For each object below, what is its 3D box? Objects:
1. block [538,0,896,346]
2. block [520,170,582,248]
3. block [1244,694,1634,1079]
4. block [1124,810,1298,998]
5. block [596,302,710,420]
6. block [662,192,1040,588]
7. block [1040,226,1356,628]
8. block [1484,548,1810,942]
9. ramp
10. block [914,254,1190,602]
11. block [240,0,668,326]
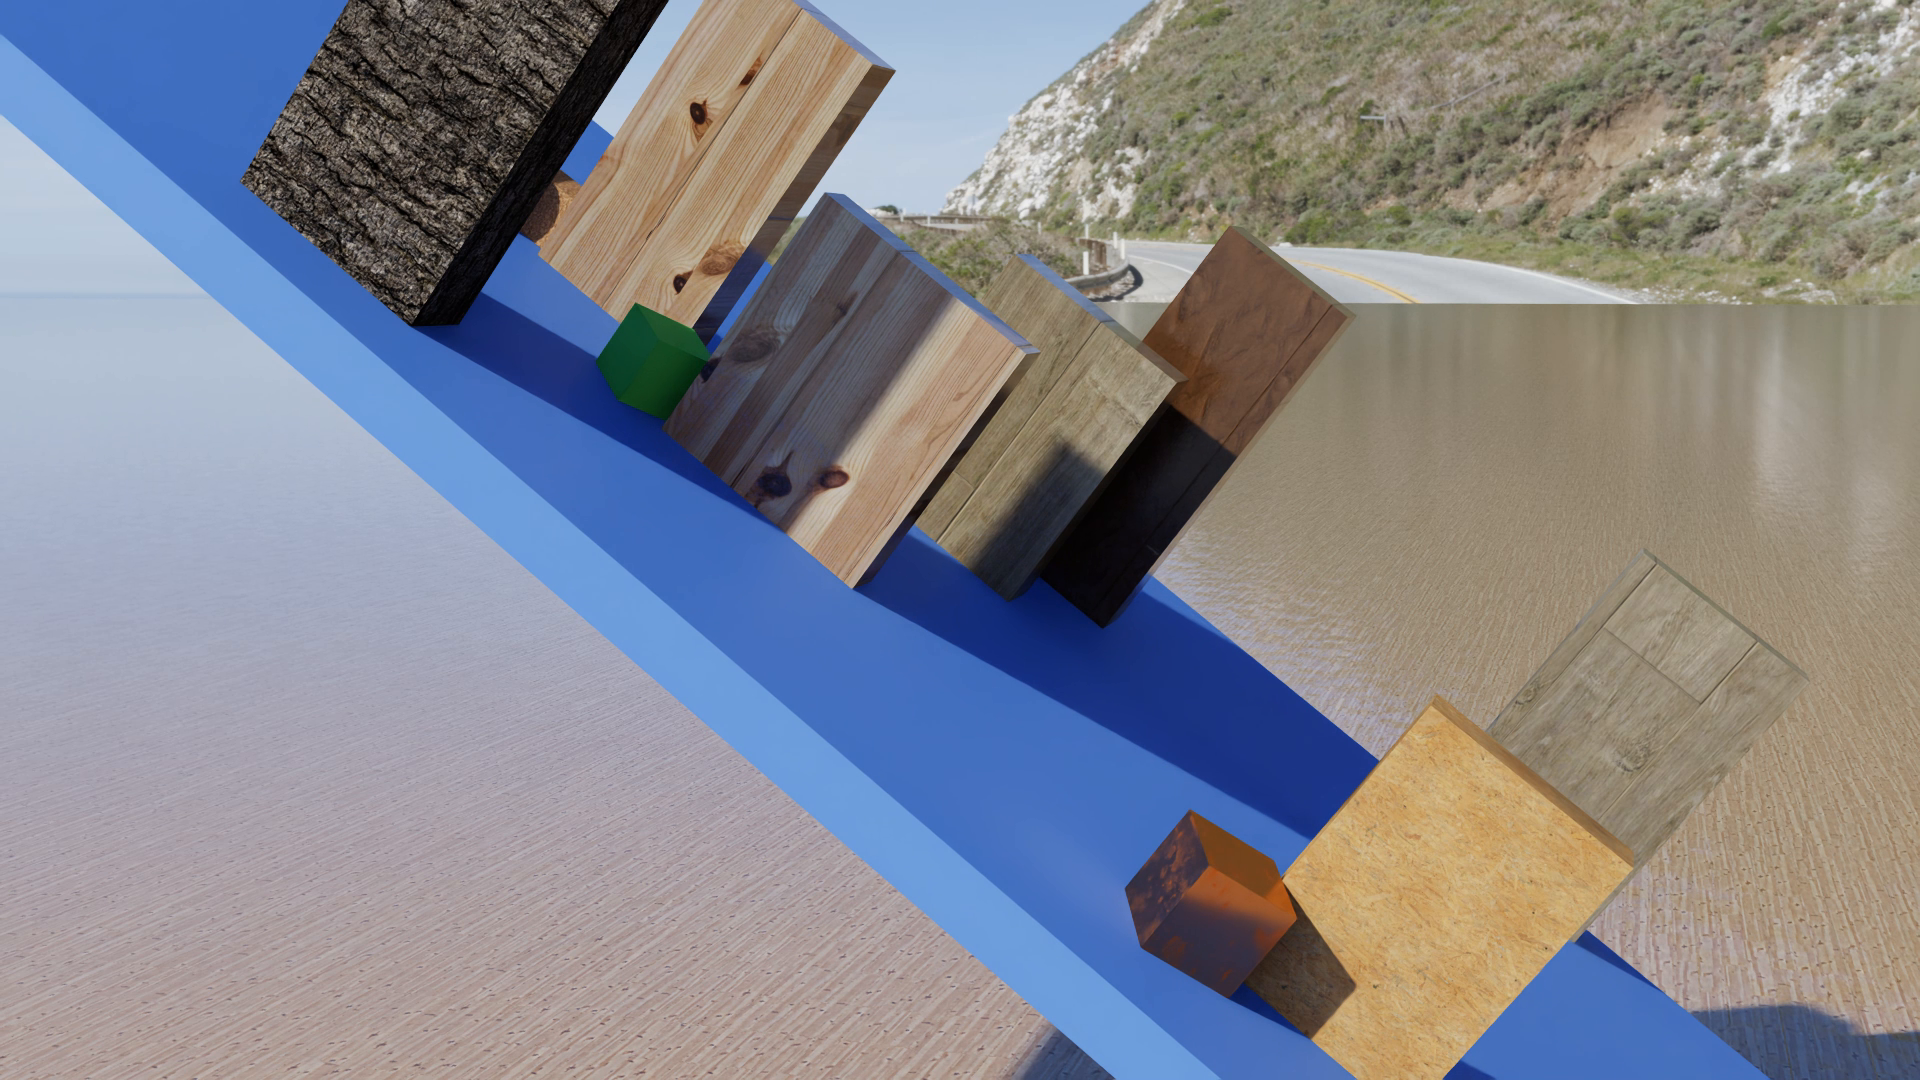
[{"bbox_3d":[-0.451,-0.691,4.041,0.328,0.664,0.130,40,16,9],"label":"block"},{"bbox_3d":[-0.770,-0.625,4.185,0.114,0.114,0.114,39,16,6],"label":"block"},{"bbox_3d":[0.681,0.541,3.249,0.359,0.508,0.097,40,16,9],"label":"block"},{"bbox_3d":[0.366,0.534,3.234,0.162,0.162,0.162,32,16,-16],"label":"block"},{"bbox_3d":[-0.521,-0.302,3.774,0.129,0.129,0.129,23,21,-40],"label":"block"},{"bbox_3d":[-0.186,-0.248,3.665,0.430,0.493,0.095,40,16,9],"label":"block"},{"bbox_3d":[0.421,-0.221,4.356,0.286,0.778,0.144,40,16,9],"label":"block"},{"bbox_3d":[1.357,0.430,4.601,0.414,0.727,0.108,40,16,9],"label":"block"},{"bbox_3d":[-0.046,0.103,4.061,4.000,0.100,2.000,40,16,9],"label":"ramp"},{"bbox_3d":[0.114,-0.212,4.147,0.384,0.523,0.123,40,16,9],"label":"block"},{"bbox_3d":[-0.753,-0.739,3.390,0.371,0.741,0.147,40,16,9],"label":"block"}]
